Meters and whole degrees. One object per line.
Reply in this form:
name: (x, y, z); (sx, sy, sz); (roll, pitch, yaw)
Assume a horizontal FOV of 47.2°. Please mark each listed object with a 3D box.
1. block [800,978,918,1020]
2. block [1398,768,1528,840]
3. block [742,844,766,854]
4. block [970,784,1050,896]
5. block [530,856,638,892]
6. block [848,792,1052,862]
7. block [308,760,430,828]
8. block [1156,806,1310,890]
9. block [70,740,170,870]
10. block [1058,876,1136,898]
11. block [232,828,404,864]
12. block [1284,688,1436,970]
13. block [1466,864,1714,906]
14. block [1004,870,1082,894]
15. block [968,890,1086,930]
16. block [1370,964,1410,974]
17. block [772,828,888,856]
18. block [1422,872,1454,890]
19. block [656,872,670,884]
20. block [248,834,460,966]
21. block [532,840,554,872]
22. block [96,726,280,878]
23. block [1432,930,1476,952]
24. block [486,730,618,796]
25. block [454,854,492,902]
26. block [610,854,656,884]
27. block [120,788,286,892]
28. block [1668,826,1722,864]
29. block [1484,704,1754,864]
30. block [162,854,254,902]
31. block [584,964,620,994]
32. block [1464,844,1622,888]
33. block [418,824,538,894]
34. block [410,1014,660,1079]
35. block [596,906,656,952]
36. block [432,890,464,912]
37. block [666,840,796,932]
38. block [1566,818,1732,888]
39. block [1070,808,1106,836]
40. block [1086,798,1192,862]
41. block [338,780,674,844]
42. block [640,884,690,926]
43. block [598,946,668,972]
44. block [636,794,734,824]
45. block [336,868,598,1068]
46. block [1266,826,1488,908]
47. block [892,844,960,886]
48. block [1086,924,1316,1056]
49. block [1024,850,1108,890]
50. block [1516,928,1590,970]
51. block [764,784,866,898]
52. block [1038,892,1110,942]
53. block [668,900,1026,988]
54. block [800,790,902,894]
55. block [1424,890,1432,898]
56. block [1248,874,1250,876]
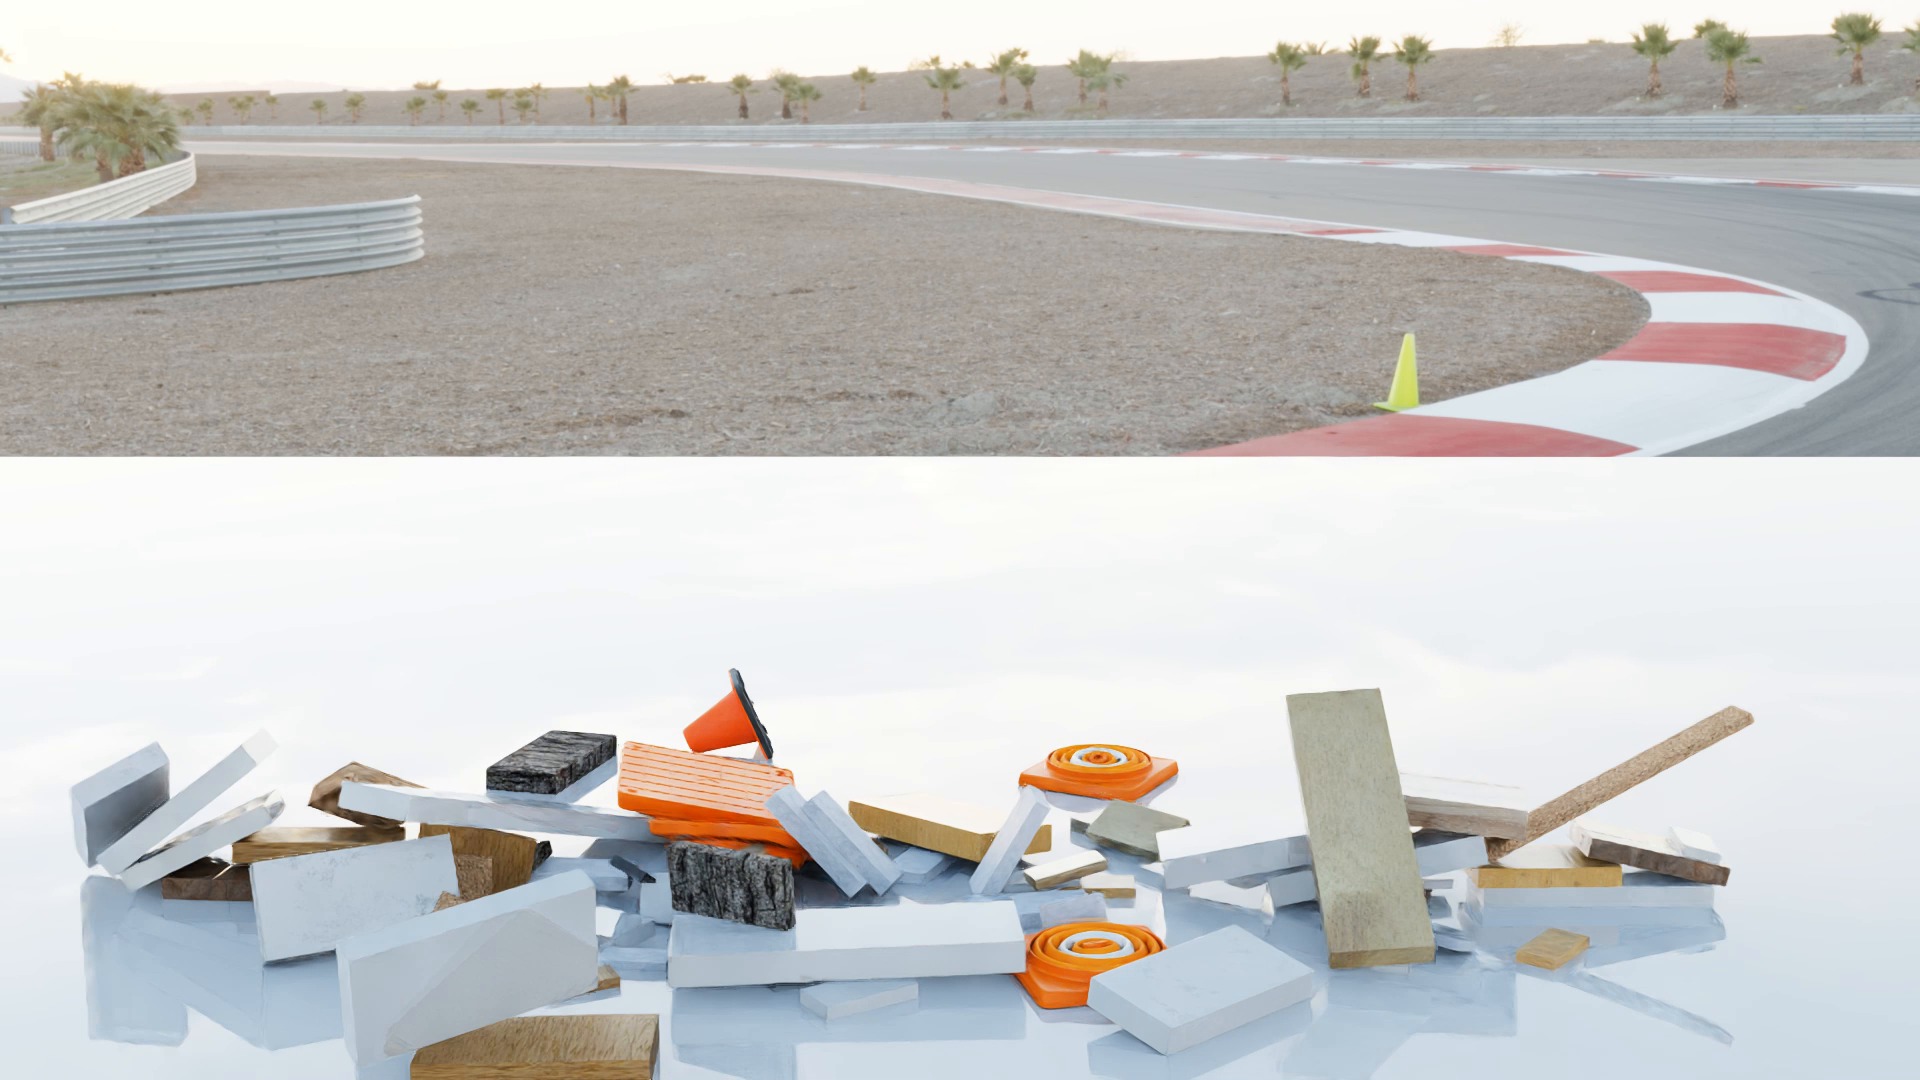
block: (-0.146, 0.663, 3.216); (0.155, 0.022, 0.077); (-7, 13, -33)
block: (0.752, 0.425, 3.619); (0.351, 0.050, 0.175); (6, 9, 13)
block: (-0.364, 0.566, 3.506); (0.030, 0.105, 0.210); (1, 10, 21)
block: (0.081, 0.505, 3.630); (0.028, 0.194, 0.097); (30, 6, -11)
block: (-0.630, 0.555, 3.664); (0.170, 0.024, 0.085); (3, 11, 1)
block: (-0.021, 0.505, 3.891); (0.172, 0.049, 0.345); (-1, 5, -43)
block: (-1.033, 0.451, 3.842); (0.146, 0.041, 0.292); (24, -24, -21)
block: (0.507, 0.501, 3.654); (0.351, 0.050, 0.175); (-11, 7, 3)
block: (-1.407, 0.447, 3.692); (0.152, 0.043, 0.303); (-31, -13, -30)
block: (0.227, 0.580, 3.676); (0.127, 0.018, 0.063); (0, 11, 1)
block: (-1.090, 0.520, 3.747); (0.259, 0.037, 0.130); (0, 4, -2)
block: (0.626, 0.446, 3.478); (0.156, 0.044, 0.505); (-4, 46, 2)
block: (1.047, 0.574, 3.663); (0.377, 0.034, 0.118); (0, 11, 0)
block: (0.140, 0.567, 3.673); (0.127, 0.018, 0.063); (-10, 10, 10)
block: (0.116, 0.598, 3.549); (0.194, 0.028, 0.097); (-2, 11, -9)
block: (0.662, 0.636, 3.377); (0.057, 0.016, 0.113); (2, 11, 13)
block: (-0.224, 0.529, 3.808); (0.179, 0.025, 0.090); (3, -21, 18)
block: (0.755, 0.564, 3.667); (0.123, 0.017, 0.062); (0, 11, 1)
block: (-0.442, 0.562, 3.588); (0.064, 0.018, 0.128); (-5, -19, 14)
block: (-0.937, 0.558, 3.423); (0.303, 0.152, 0.043); (-6, -17, -27)
block: (-0.774, 0.540, 3.668); (0.170, 0.024, 0.085); (-12, 10, 13)
block: (-1.287, 0.436, 3.673); (0.303, 0.043, 0.152); (-38, 8, 1)
block: (0.740, 0.619, 3.426); (0.113, 0.016, 0.057); (10, -3, 43)
block: (-0.808, 0.439, 4.367); (0.146, 0.041, 0.292); (3, 11, 15)
block: (-0.855, 0.559, 3.563); (0.196, 0.098, 0.028); (2, 6, 10)
block: (-0.520, 0.551, 3.596); (0.064, 0.018, 0.128); (27, -13, 23)
block: (-1.275, 0.505, 3.711); (0.259, 0.037, 0.130); (-26, 8, -4)
block: (1.228, 0.510, 3.678); (0.063, 0.018, 0.127); (14, 9, 6)
block: (1.089, 0.405, 3.671); (0.516, 0.018, 0.063); (-26, 13, -8)
block: (-1.090, 0.568, 3.685); (0.453, 0.037, 0.130); (1, 11, 4)
block: (-0.565, 0.657, 3.268); (0.109, 0.015, 0.054); (-5, 12, -26)
block: (0.963, 0.542, 3.654); (0.237, 0.034, 0.118); (0, 11, -2)
block: (-0.798, 0.520, 3.614); (0.196, 0.098, 0.028); (10, 1, 14)
block: (-0.571, 0.696, 2.979); (0.312, 0.044, 0.156); (-1, 11, -3)
block: (-0.612, 0.608, 3.494); (0.244, 0.028, 0.098); (6, 12, 30)
block: (-0.758, 0.603, 3.354); (0.179, 0.090, 0.025); (12, -17, 49)
block: (-0.348, 0.524, 3.343); (0.210, 0.105, 0.030); (5, 16, 29)
block: (1.146, 0.519, 3.665); (0.237, 0.034, 0.118); (13, 9, -3)
block: (0.290, 0.523, 3.961); (0.088, 0.025, 0.176); (-9, 14, -39)
block: (0.314, 0.511, 3.866); (0.175, 0.025, 0.088); (10, 45, 46)
block: (-0.740, 0.459, 3.680); (0.146, 0.041, 0.670); (6, -6, 31)
block: (-0.448, 0.584, 3.525); (0.128, 0.064, 0.018); (0, -22, 1)
block: (-0.494, 0.640, 3.356); (0.109, 0.015, 0.054); (1, 11, 7)
block: (-0.510, 0.500, 4.084); (0.179, 0.025, 0.090); (-1, 11, -8)
block: (-0.659, 0.575, 2.967); (0.345, 0.172, 0.049); (-14, 30, -31)
block: (0.683, 0.521, 3.640); (0.351, 0.050, 0.176); (-13, 8, 7)
block: (-0.064, 0.556, 3.793); (0.077, 0.022, 0.172); (4, 11, 22)
block: (0.350, 0.645, 3.172); (0.312, 0.044, 0.156); (-10, 25, -42)
block: (0.175, 0.546, 3.642); (0.127, 0.018, 0.063); (-14, 10, -14)
block: (0.916, 0.631, 3.397); (0.063, 0.018, 0.127); (8, 13, 38)
block: (-0.233, 0.498, 3.652); (0.210, 0.030, 0.105); (46, 8, 5)
block: (0.180, 0.596, 3.477); (0.113, 0.057, 0.016); (-6, -7, -31)
block: (-0.171, 0.607, 3.310); (0.523, 0.049, 0.172); (-2, 11, -4)
block: (-0.181, 0.504, 3.675); (0.194, 0.028, 0.097); (46, 9, 5)
block: (0.719, 0.581, 3.672); (0.123, 0.017, 0.062); (0, 11, 0)
block: (0.466, 0.544, 3.846); (0.088, 0.025, 0.175); (-8, 13, -38)
